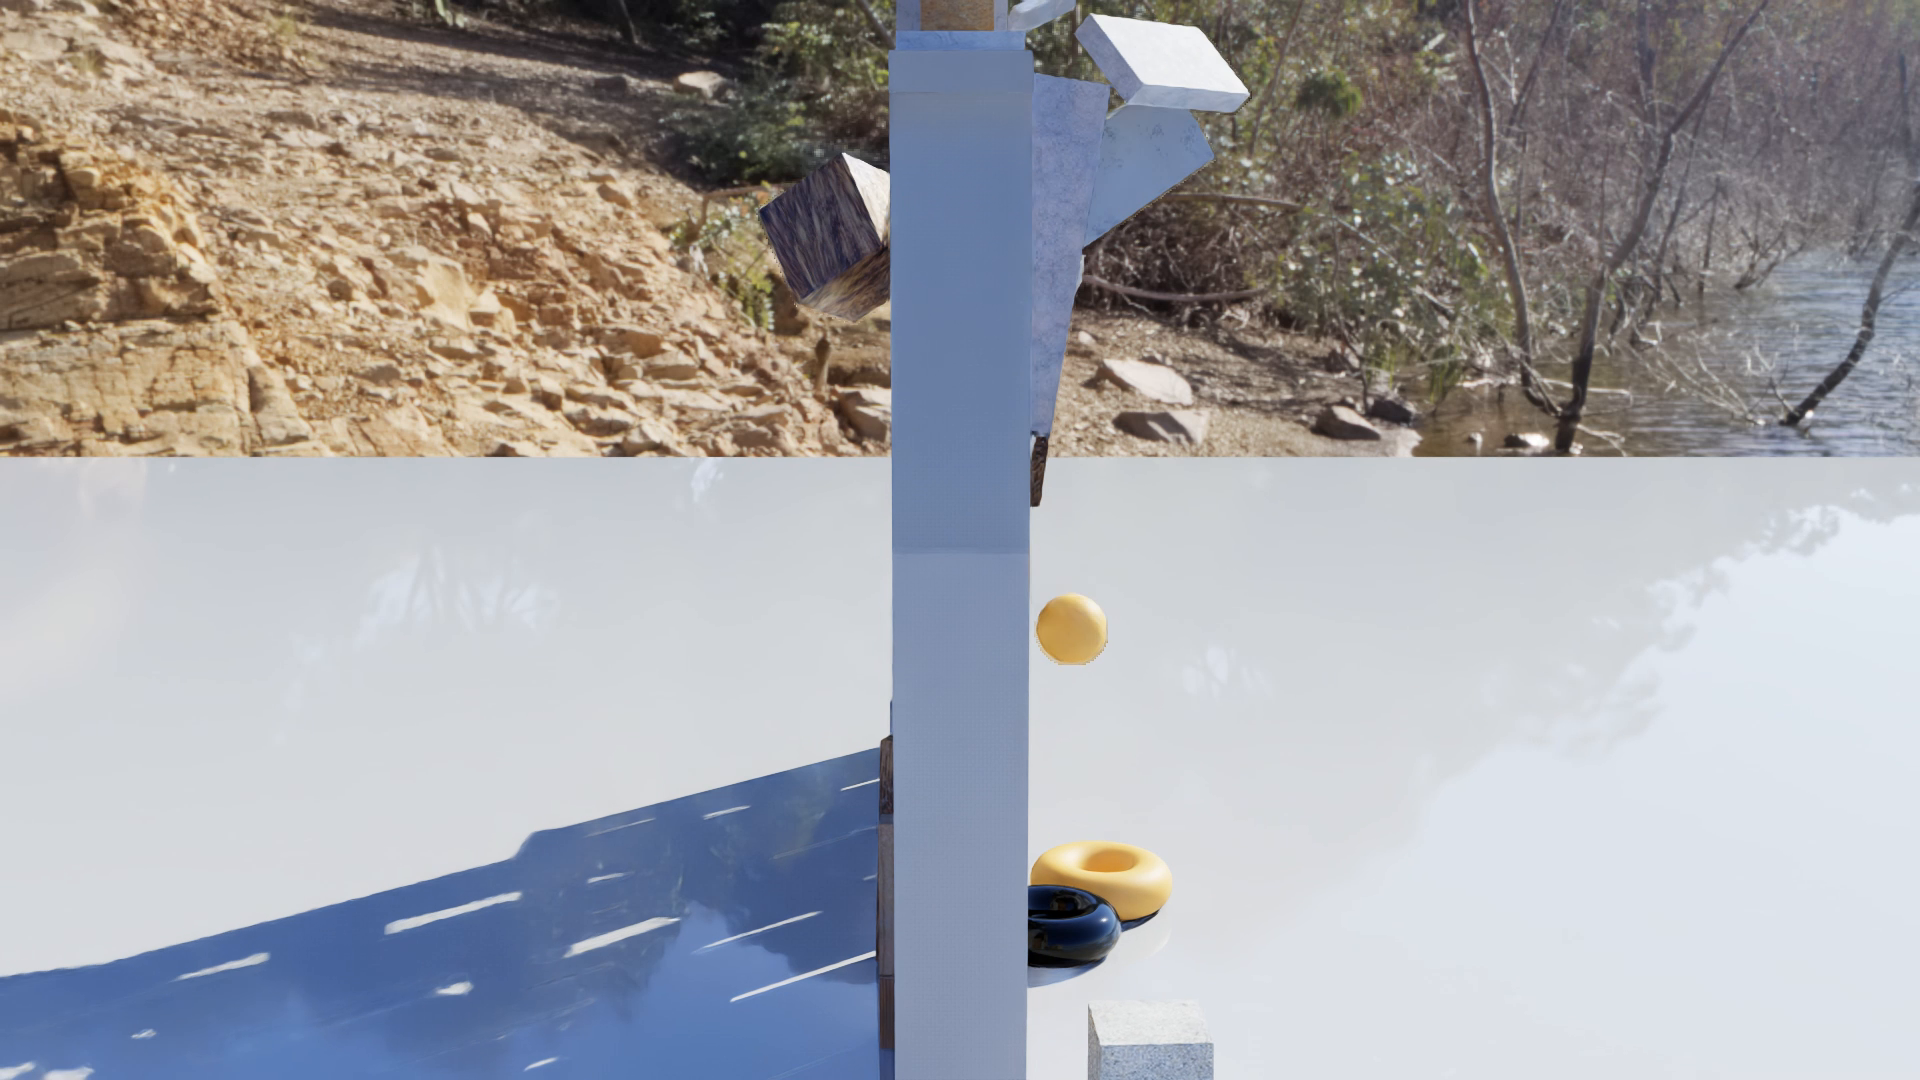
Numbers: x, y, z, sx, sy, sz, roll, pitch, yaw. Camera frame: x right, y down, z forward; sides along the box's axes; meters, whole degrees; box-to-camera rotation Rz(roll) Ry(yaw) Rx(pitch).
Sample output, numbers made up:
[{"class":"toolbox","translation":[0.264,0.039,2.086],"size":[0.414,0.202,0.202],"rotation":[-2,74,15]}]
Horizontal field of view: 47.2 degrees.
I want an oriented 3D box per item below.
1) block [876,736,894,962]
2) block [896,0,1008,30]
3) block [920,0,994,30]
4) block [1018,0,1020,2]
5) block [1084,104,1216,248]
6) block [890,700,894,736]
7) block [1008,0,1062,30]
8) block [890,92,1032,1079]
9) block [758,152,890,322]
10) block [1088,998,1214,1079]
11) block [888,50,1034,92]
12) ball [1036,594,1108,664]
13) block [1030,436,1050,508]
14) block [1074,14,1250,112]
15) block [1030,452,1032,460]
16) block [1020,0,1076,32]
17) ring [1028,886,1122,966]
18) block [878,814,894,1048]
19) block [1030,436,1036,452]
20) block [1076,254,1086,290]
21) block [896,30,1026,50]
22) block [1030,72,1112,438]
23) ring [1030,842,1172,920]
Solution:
[{"class":"block","translation":[-0.036,0.475,3.345],"size":[0.171,0.341,0.048],"rotation":[3,5,15]},{"class":"block","translation":[-0.011,-0.814,3.071],"size":[0.155,0.310,0.044],"rotation":[0,11,-1]},{"class":"block","translation":[-0.003,-0.752,2.851],"size":[0.096,0.192,0.027],"rotation":[0,12,0]},{"class":"block","translation":[0.188,-0.934,3.658],"size":[0.172,0.024,0.086],"rotation":[-12,-5,-18]},{"class":"block","translation":[0.280,-0.660,3.871],"size":[0.327,0.163,0.046],"rotation":[-36,15,-19]},{"class":"block","translation":[-0.028,0.432,3.582],"size":[0.171,0.341,0.048],"rotation":[0,9,-3]},{"class":"block","translation":[0.116,-0.845,3.527],"size":[0.120,0.017,0.060],"rotation":[-34,-13,-40]},{"class":"block","translation":[0.001,0.133,2.588],"size":[0.159,1.293,0.045],"rotation":[0,11,0]},{"class":"block","translation":[-0.208,-0.561,4.101],"size":[0.203,0.203,0.203],"rotation":[-31,-19,23]},{"class":"block","translation":[0.241,0.680,2.800],"size":[0.141,0.141,0.141],"rotation":[0,11,-3]},{"class":"block","translation":[-0.001,-0.543,2.569],"size":[0.159,0.045,0.319],"rotation":[0,11,-1]},{"class":"ball","translation":[0.230,0.182,4.524],"size":[0.145,0.145,0.145],"rotation":[0,11,0]},{"class":"block","translation":[0.073,-0.246,3.769],"size":[0.178,0.356,0.050],"rotation":[8,9,1]},{"class":"block","translation":[0.352,-0.819,3.787],"size":[0.327,0.163,0.046],"rotation":[-9,-31,-50]},{"class":"block","translation":[0.040,-0.008,3.706],"size":[0.110,0.309,0.031],"rotation":[11,14,4]},{"class":"block","translation":[0.143,-0.876,3.611],"size":[0.120,0.060,0.017],"rotation":[-31,68,-24]},{"class":"ring","translation":[0.138,0.599,3.419],"size":[0.225,0.075,0.225],"rotation":[1,11,0]},{"class":"block","translation":[-0.029,0.542,3.037],"size":[0.162,0.324,0.046],"rotation":[1,11,3]},{"class":"block","translation":[0.056,-0.157,3.596],"size":[0.110,0.031,0.220],"rotation":[11,13,7]},{"class":"block","translation":[0.119,-0.472,3.855],"size":[0.178,0.050,0.356],"rotation":[8,13,4]},{"class":"block","translation":[0.001,-0.636,2.877],"size":[0.160,0.045,0.320],"rotation":[0,11,0]},{"class":"block","translation":[0.120,-0.476,3.652],"size":[0.163,0.595,0.046],"rotation":[10,-6,3]},{"class":"ring","translation":[0.233,0.560,3.619],"size":[0.235,0.078,0.235],"rotation":[1,11,0]}]
